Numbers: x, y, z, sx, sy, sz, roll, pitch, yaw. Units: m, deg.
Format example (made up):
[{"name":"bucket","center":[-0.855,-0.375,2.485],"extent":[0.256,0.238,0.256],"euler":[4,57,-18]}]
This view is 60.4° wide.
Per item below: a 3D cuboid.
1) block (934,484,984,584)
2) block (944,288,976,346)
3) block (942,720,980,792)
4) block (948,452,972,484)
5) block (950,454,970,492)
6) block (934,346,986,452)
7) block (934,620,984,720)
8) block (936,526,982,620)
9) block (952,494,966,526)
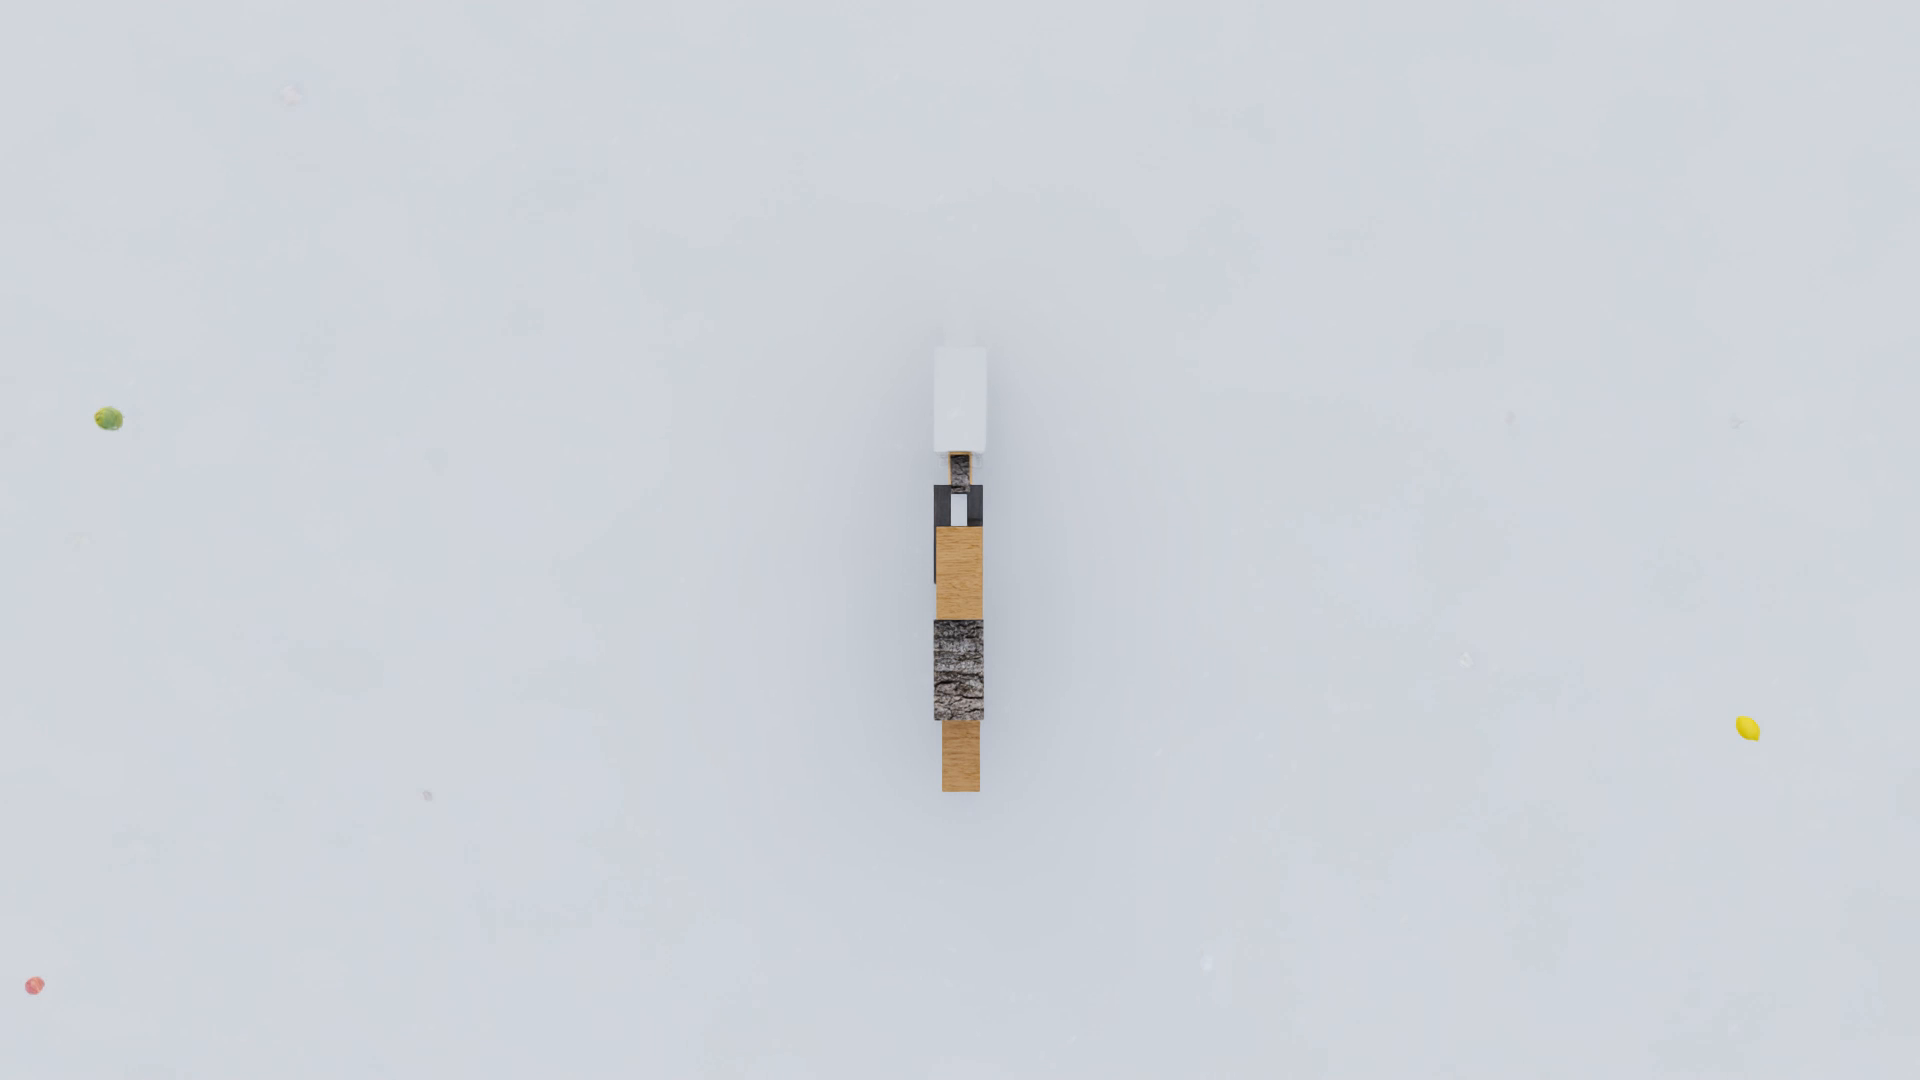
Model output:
[{"name":"block","center":[-0.005,-0.018,5.168],"extent":[0.155,0.044,0.310],"euler":[0,90,0]},{"name":"block","center":[0.001,-0.680,5.091],"extent":[0.098,0.028,0.196],"euler":[0,90,0]},{"name":"block","center":[0.003,0.660,5.110],"extent":[0.118,0.033,0.236],"euler":[0,90,0]},{"name":"block","center":[0.002,-0.254,5.338],"extent":[0.076,0.021,0.151],"euler":[0,90,0]},{"name":"block","center":[0.001,-0.203,5.023],"extent":[0.057,0.016,0.114],"euler":[-1,90,0]},{"name":"block","center":[0.000,-0.424,4.966],"extent":[0.156,0.044,0.312],"euler":[1,90,0]},{"name":"block","center":[-0.004,0.388,4.929],"extent":[0.149,0.042,0.299],"euler":[0,90,0]},{"name":"block","center":[-0.001,0.097,4.854],"extent":[0.136,0.039,0.272],"euler":[0,90,0]},{"name":"block","center":[-0.003,-0.092,5.042],"extent":[0.048,0.014,0.096],"euler":[0,90,0]}]
